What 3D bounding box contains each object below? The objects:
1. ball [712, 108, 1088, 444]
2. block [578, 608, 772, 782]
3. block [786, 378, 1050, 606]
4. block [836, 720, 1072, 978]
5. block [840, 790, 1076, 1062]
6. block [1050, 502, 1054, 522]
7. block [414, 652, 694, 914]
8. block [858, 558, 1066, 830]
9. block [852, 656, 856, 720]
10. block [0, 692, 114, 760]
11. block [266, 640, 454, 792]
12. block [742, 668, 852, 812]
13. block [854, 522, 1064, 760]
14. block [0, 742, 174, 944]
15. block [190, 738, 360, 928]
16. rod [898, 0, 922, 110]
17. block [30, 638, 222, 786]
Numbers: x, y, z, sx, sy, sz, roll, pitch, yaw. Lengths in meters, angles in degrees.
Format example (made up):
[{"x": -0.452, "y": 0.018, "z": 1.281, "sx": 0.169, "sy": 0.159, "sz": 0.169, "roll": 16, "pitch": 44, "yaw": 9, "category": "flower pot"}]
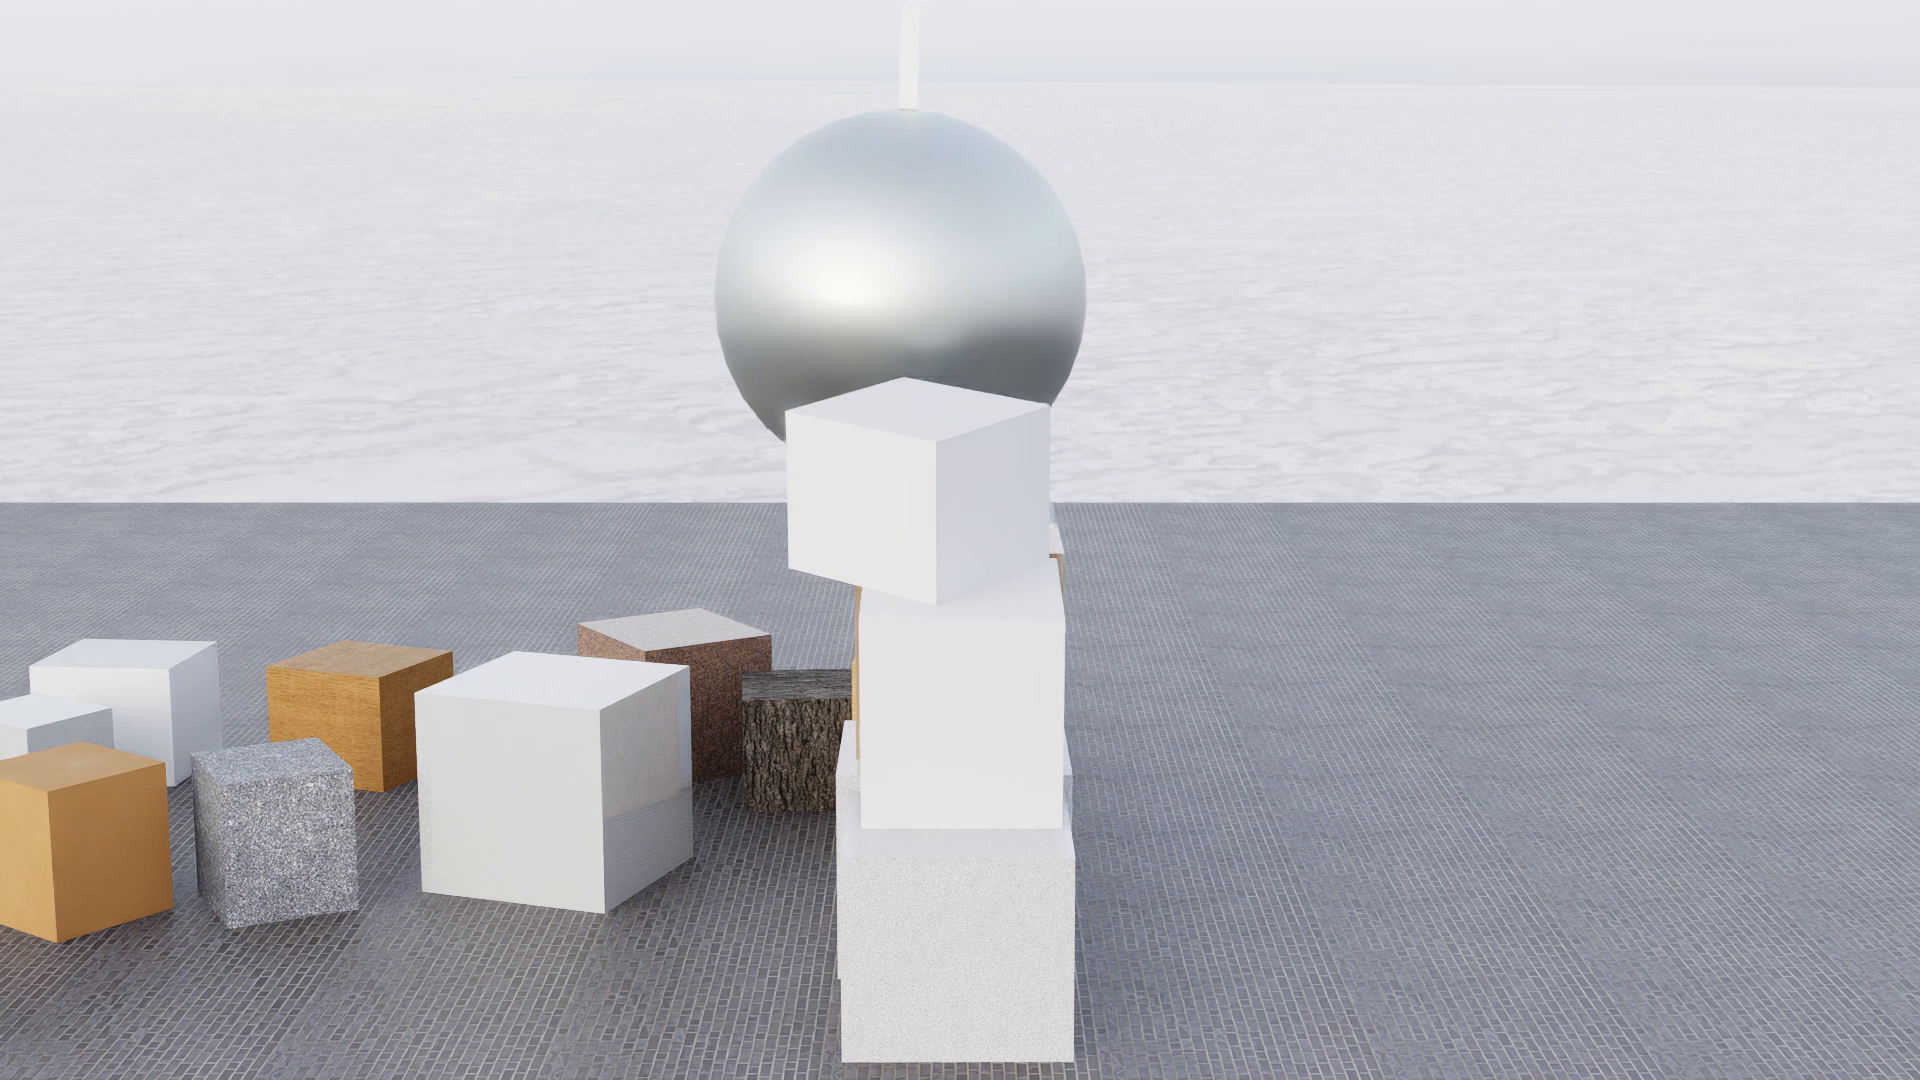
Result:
[{"x": -0.255, "y": -1.037, "z": 10.992, "sx": 1.600, "sy": 1.600, "sz": 1.600, "roll": 0, "pitch": 10, "yaw": 0, "category": "ball"}, {"x": -1.467, "y": 0.801, "z": 13.188, "sx": 0.711, "sy": 0.706, "sz": 0.785, "roll": -7, "pitch": 12, "yaw": -33, "category": "block"}, {"x": -0.155, "y": -0.201, "z": 9.739, "sx": 0.722, "sy": 0.617, "sz": 0.692, "roll": 13, "pitch": 22, "yaw": 36, "category": "block"}, {"x": -0.024, "y": 1.241, "z": 10.427, "sx": 0.917, "sy": 0.828, "sz": 0.852, "roll": 0, "pitch": 10, "yaw": 0, "category": "block"}, {"x": -0.010, "y": 1.425, "z": 9.588, "sx": 0.835, "sy": 0.765, "sz": 0.863, "roll": 0, "pitch": 10, "yaw": 0, "category": "block"}, {"x": 0.065, "y": 0.084, "z": 13.047, "sx": 0.720, "sy": 0.710, "sz": 0.787, "roll": -3, "pitch": -16, "yaw": 11, "category": "block"}, {"x": -1.775, "y": 1.046, "z": 11.328, "sx": 0.888, "sy": 0.888, "sz": 0.862, "roll": 4, "pitch": 11, "yaw": 19, "category": "block"}, {"x": 0.005, "y": 0.567, "z": 9.673, "sx": 0.741, "sy": 0.810, "sz": 0.740, "roll": 0, "pitch": 17, "yaw": 0, "category": "block"}, {"x": -0.051, "y": 0.937, "z": 11.833, "sx": 0.813, "sy": 0.923, "sz": 0.799, "roll": 1, "pitch": 10, "yaw": 3, "category": "block"}, {"x": -4.402, "y": 1.068, "z": 12.214, "sx": 0.549, "sy": 0.529, "sz": 0.485, "roll": 7, "pitch": 12, "yaw": 32, "category": "block"}, {"x": -3.040, "y": 0.886, "z": 13.061, "sx": 0.672, "sy": 0.583, "sz": 0.647, "roll": 4, "pitch": 11, "yaw": 22, "category": "block"}, {"x": -0.768, "y": 0.979, "z": 12.630, "sx": 0.598, "sy": 0.555, "sz": 0.623, "roll": -1, "pitch": 10, "yaw": -5, "category": "block"}, {"x": -0.004, "y": 0.398, "z": 10.436, "sx": 0.821, "sy": 0.829, "sz": 0.709, "roll": 0, "pitch": 10, "yaw": 0, "category": "block"}, {"x": -3.756, "y": 1.262, "z": 10.832, "sx": 0.585, "sy": 0.641, "sz": 0.566, "roll": 8, "pitch": 13, "yaw": 36, "category": "block"}, {"x": -2.940, "y": 1.244, "z": 10.997, "sx": 0.551, "sy": 0.617, "sz": 0.592, "roll": -5, "pitch": 12, "yaw": -27, "category": "block"}, {"x": -0.110, "y": -4.379, "z": 10.384, "sx": 0.080, "sy": 5.200, "sz": 0.080, "roll": 2, "pitch": 10, "yaw": 0, "category": "rod"}, {"x": -4.245, "y": 0.872, "z": 13.094, "sx": 0.718, "sy": 0.599, "sz": 0.631, "roll": 1, "pitch": 10, "yaw": 5, "category": "block"}]
